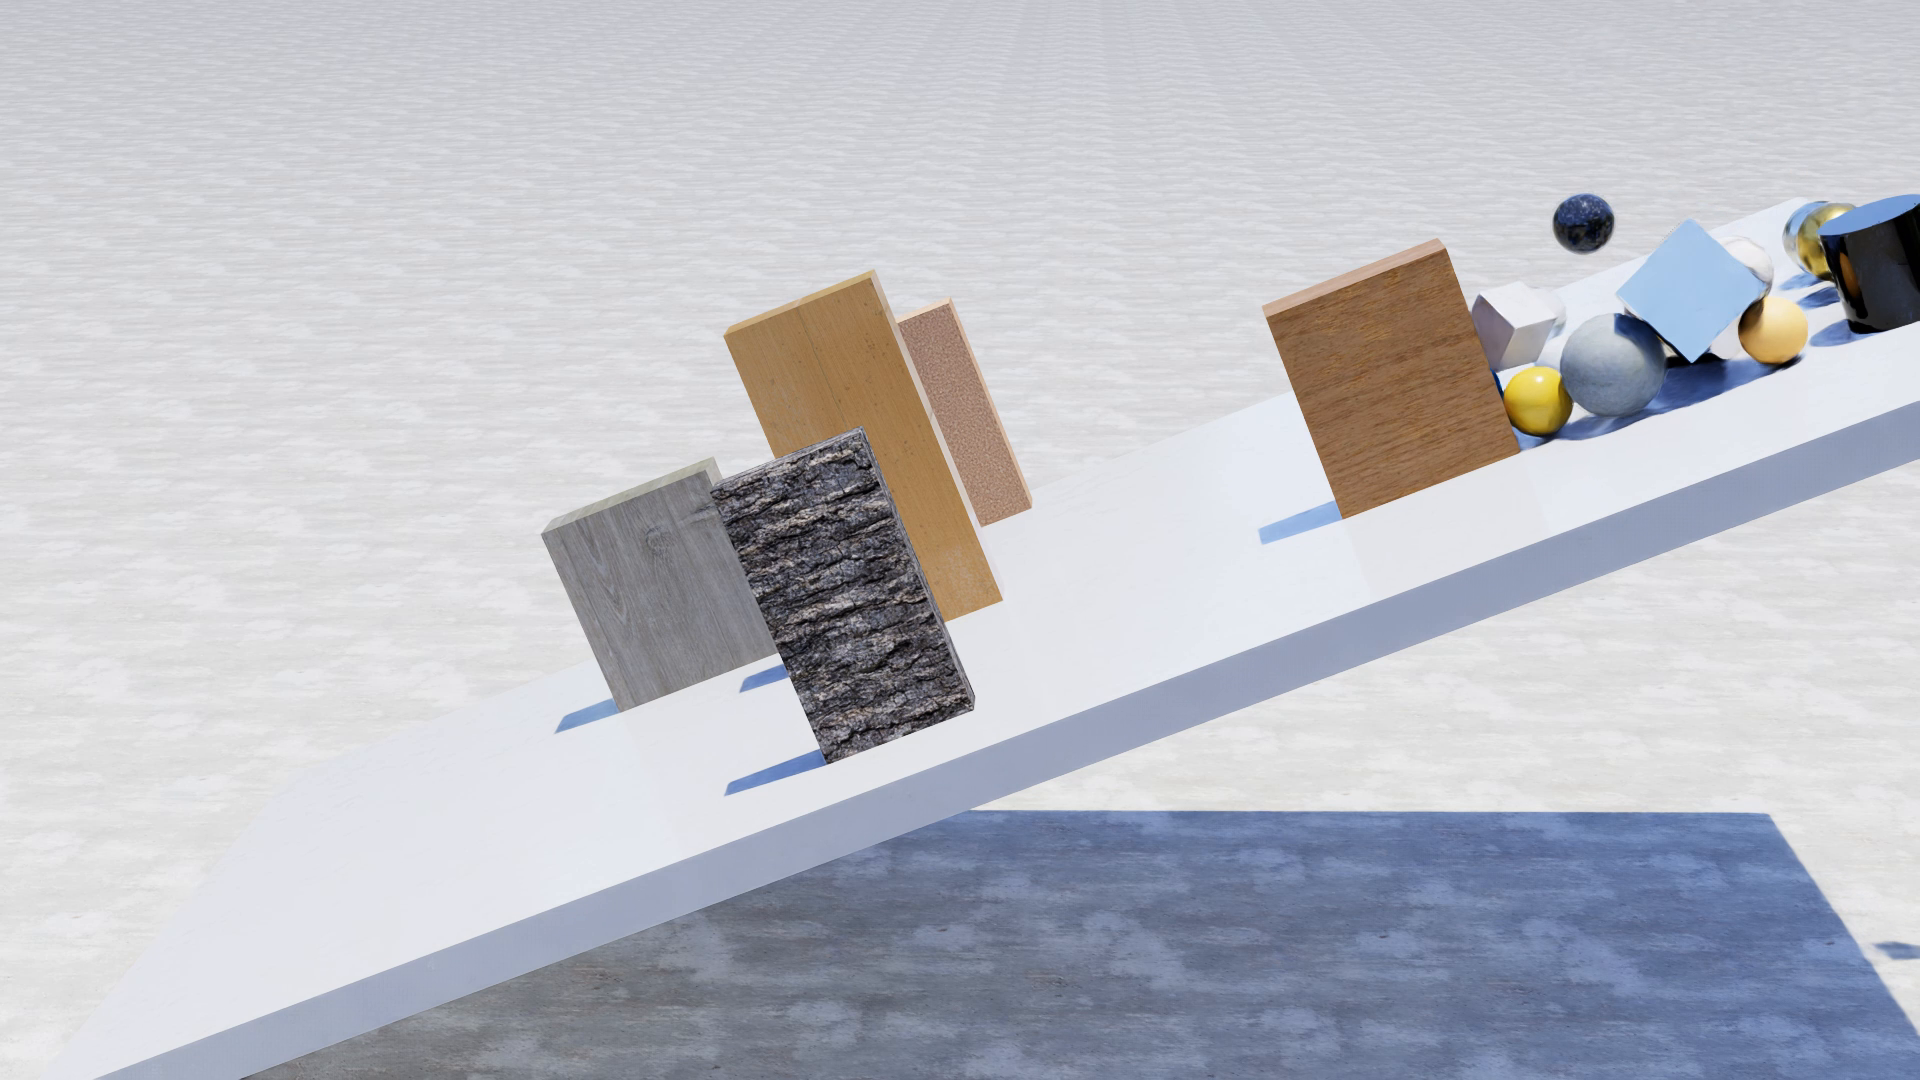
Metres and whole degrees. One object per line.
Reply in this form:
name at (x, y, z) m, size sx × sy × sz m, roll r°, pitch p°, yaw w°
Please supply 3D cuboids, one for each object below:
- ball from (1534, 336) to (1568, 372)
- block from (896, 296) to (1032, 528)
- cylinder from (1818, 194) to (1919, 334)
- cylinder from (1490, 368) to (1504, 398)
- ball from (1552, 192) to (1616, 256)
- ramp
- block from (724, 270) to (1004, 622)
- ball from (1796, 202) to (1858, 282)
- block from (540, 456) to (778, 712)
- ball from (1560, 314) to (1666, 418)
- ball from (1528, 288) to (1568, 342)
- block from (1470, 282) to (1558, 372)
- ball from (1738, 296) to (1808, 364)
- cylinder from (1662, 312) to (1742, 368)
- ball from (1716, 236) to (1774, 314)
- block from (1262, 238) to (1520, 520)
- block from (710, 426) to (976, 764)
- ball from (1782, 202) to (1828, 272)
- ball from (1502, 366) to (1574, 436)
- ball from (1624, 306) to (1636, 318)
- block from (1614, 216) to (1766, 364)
ball at (1.243, -0.355, 6.029) m, size 0.129 × 0.129 × 0.129 m, roll 0°, pitch 14°, yaw 0°
block at (-0.101, -0.262, 7.066) m, size 0.379 × 0.535 × 0.099 m, roll -21°, pitch 12°, yaw 7°
cylinder at (1.777, -0.530, 5.644) m, size 0.204 × 0.204 × 0.204 m, roll -21°, pitch 12°, yaw 5°
cylinder at (0.990, -0.288, 6.030) m, size 0.195 × 0.195 × 0.195 m, roll -23°, pitch 17°, yaw -4°
ball at (1.289, -0.652, 6.078) m, size 0.129 × 0.129 × 0.129 m, roll 0°, pitch 14°, yaw 0°
ramp at (0.124, 0.173, 6.290) m, size 4.000 × 0.100 × 2.000 m, roll -21°, pitch 12°, yaw 7°
block at (-0.200, -0.164, 6.298) m, size 0.336 × 0.749 × 0.121 m, roll -21°, pitch 12°, yaw 7°
ball at (1.781, -0.605, 5.970) m, size 0.163 × 0.163 × 0.163 m, roll 0°, pitch 14°, yaw 0°
block at (-0.668, 0.102, 6.702) m, size 0.406 × 0.451 × 0.145 m, roll -21°, pitch 12°, yaw 7°
ball at (1.272, -0.340, 5.729) m, size 0.203 × 0.203 × 0.203 m, roll 0°, pitch 14°, yaw 0°
ball at (1.281, -0.493, 6.541) m, size 0.137 × 0.137 × 0.137 m, roll 0°, pitch 14°, yaw 0°
block at (1.098, -0.427, 5.892) m, size 0.116 × 0.116 × 0.116 m, roll -16°, pitch 51°, yaw -32°
ball at (1.562, -0.402, 5.650) m, size 0.131 × 0.131 × 0.131 m, roll 0°, pitch 14°, yaw 0°
cylinder at (1.468, -0.422, 5.881) m, size 0.141 × 0.141 × 0.141 m, roll -12°, pitch 3°, yaw -40°
ball at (1.597, -0.545, 6.080) m, size 0.167 × 0.167 × 0.167 m, roll 0°, pitch 14°, yaw 0°
block at (0.853, -0.320, 5.834) m, size 0.372 × 0.436 × 0.142 m, roll -21°, pitch 12°, yaw 7°
block at (-0.218, 0.107, 5.574) m, size 0.302 × 0.573 × 0.087 m, roll -21°, pitch 12°, yaw 7°
ball at (1.807, -0.635, 6.179) m, size 0.152 × 0.152 × 0.152 m, roll 0°, pitch 14°, yaw 0°
ball at (1.145, -0.275, 5.824) m, size 0.140 × 0.140 × 0.140 m, roll 0°, pitch 14°, yaw 0°
ball at (1.462, -0.483, 6.139) m, size 0.152 × 0.152 × 0.152 m, roll 0°, pitch 14°, yaw 0°
block at (1.409, -0.480, 5.688) m, size 0.197 × 0.197 × 0.197 m, roll 44°, pitch 10°, yaw 7°
